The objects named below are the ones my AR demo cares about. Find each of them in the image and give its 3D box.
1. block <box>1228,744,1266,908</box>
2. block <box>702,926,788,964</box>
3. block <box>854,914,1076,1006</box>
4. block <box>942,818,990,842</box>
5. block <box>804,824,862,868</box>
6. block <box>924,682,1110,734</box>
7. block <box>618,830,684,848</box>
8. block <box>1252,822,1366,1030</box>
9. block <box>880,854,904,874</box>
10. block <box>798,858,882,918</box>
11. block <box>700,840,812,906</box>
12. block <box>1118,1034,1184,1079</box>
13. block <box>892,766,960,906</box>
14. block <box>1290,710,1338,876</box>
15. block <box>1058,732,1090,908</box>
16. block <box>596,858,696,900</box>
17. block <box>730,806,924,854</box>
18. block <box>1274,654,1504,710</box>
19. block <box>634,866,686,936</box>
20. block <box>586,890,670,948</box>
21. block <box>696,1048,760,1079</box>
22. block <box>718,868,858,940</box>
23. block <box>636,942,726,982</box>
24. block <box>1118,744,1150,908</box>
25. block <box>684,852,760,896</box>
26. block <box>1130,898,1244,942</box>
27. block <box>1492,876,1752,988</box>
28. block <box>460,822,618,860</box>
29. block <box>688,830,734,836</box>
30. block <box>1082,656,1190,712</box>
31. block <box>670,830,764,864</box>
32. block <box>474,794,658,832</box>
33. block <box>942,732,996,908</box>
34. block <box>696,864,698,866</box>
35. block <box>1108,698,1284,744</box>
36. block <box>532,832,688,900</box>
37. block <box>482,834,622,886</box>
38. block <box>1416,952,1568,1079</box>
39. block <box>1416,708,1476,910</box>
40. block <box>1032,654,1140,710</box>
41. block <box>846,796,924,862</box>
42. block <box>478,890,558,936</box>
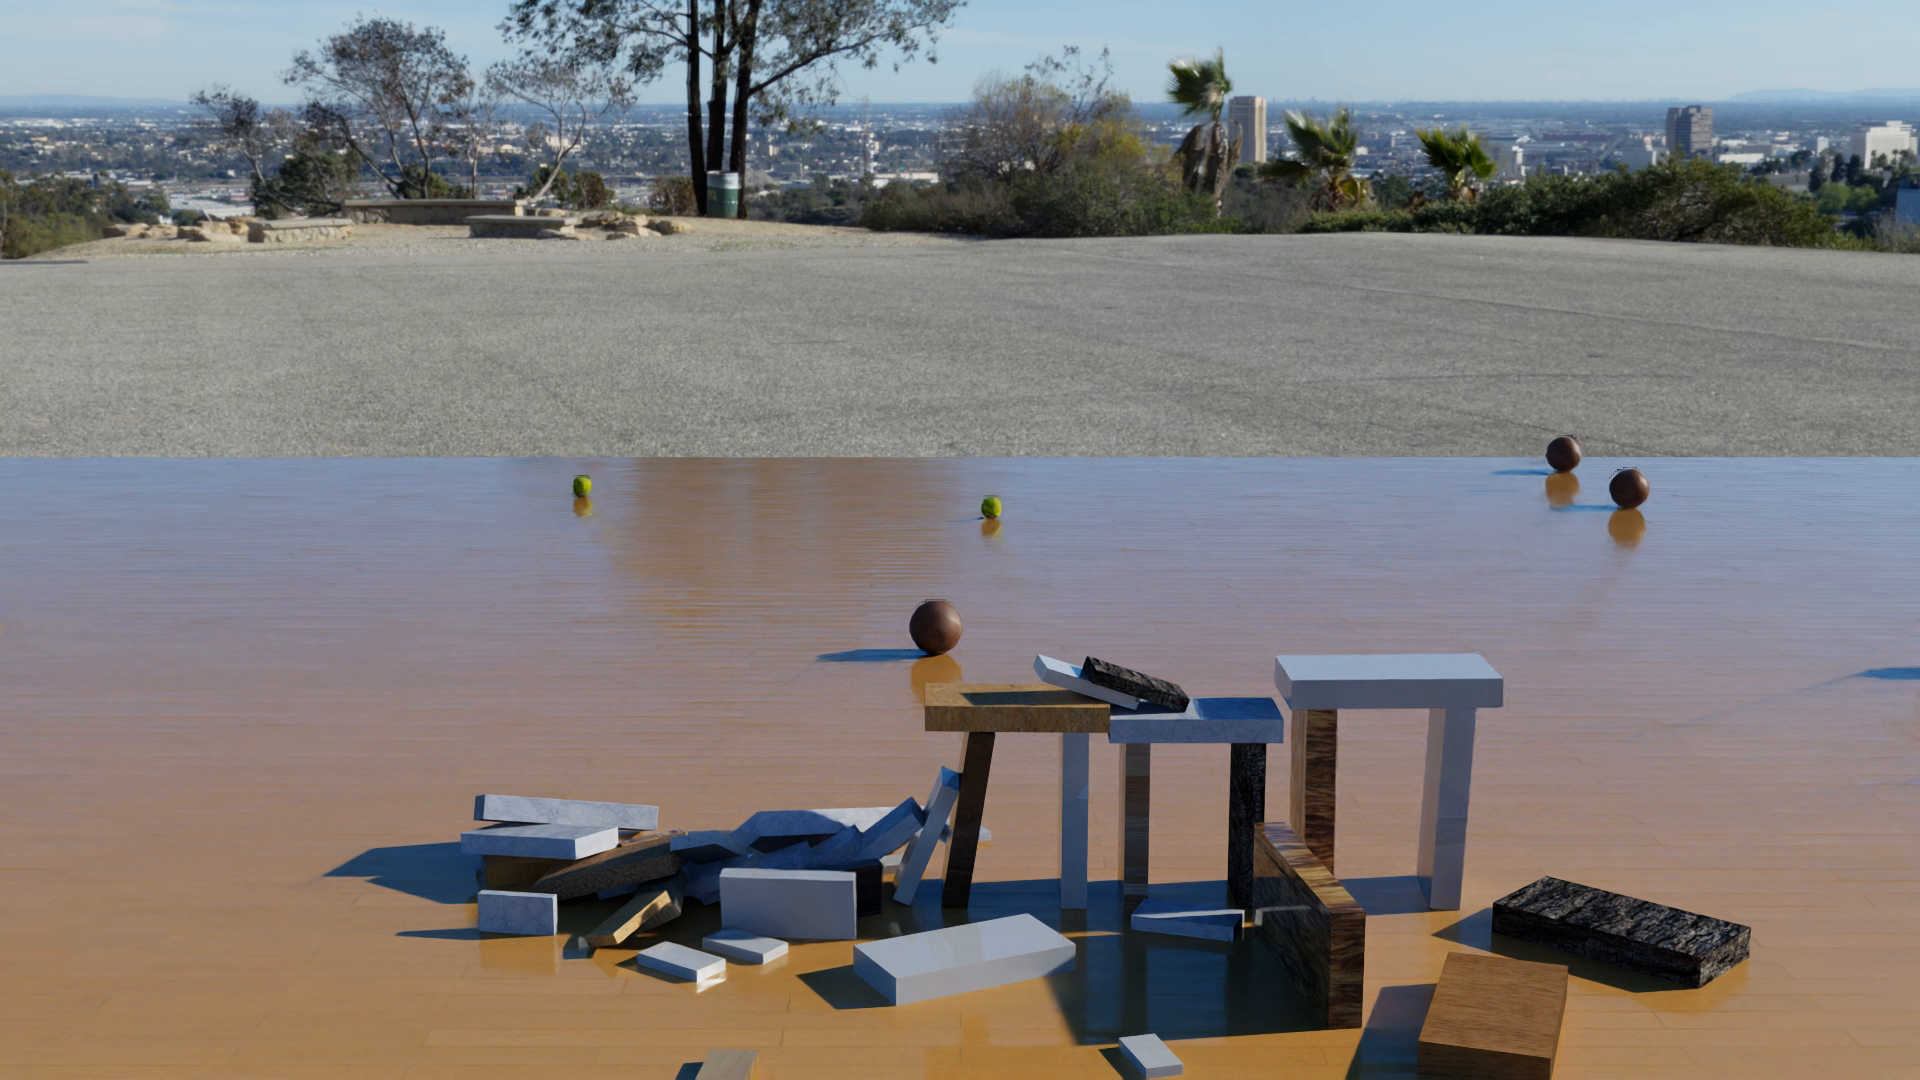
[{"bbox_3d":[0.474,0.453,3.642,0.040,0.280,0.140,0,11,0],"label":"block"},{"bbox_3d":[-0.333,0.629,3.411,0.121,0.017,0.061,7,13,33],"label":"block"},{"bbox_3d":[0.007,0.632,3.326,0.301,0.043,0.150,-5,12,-27],"label":"block"},{"bbox_3d":[0.009,0.524,3.981,0.053,0.015,0.106,-5,12,-24],"label":"block"},{"bbox_3d":[-0.247,0.537,3.649,0.176,0.025,0.088,-29,9,8],"label":"block"},{"bbox_3d":[0.091,0.275,3.608,0.298,0.042,0.149,1,11,-1],"label":"block"},{"bbox_3d":[-0.530,0.539,3.778,0.122,0.061,0.017,-8,13,-36],"label":"block"},{"bbox_3d":[0.518,0.570,3.302,0.049,0.173,0.414,-1,11,-7],"label":"block"},{"bbox_3d":[-0.117,0.559,3.793,0.106,0.015,0.053,-3,11,-18],"label":"block"},{"bbox_3d":[-0.212,0.569,3.537,0.176,0.088,0.025,-5,17,-23],"label":"block"},{"bbox_3d":[-0.337,0.549,3.627,0.176,0.025,0.088,-20,9,16],"label":"block"},{"bbox_3d":[0.260,0.705,3.007,0.053,0.015,0.106,-3,11,-16],"label":"block"},{"bbox_3d":[-0.057,0.489,3.645,0.030,0.211,0.106,22,9,-5],"label":"block"},{"bbox_3d":[0.582,0.423,3.635,0.048,0.340,0.170,-1,11,1],"label":"block"},{"bbox_3d":[0.187,0.443,3.644,0.042,0.298,0.149,0,11,0],"label":"block"},{"bbox_3d":[-0.523,0.558,3.667,0.157,0.022,0.078,-15,10,5],"label":"block"},{"bbox_3d":[-0.225,0.500,3.761,0.301,0.043,0.150,1,-22,-25],"label":"block"},{"bbox_3d":[0.698,0.231,3.602,0.340,0.048,0.170,0,11,-1],"label":"block"},{"bbox_3d":[-0.486,0.581,3.547,0.078,0.022,0.157,-25,14,3],"label":"block"},{"bbox_3d":[-0.521,0.595,3.454,0.066,0.019,0.132,-14,14,38],"label":"block"},{"bbox_3d":[-0.314,0.716,2.937,0.066,0.019,0.132,1,11,6],"label":"block"},{"bbox_3d":[-0.269,0.573,3.461,0.212,0.106,0.030,1,20,5],"label":"block"},{"bbox_3d":[-0.424,0.641,3.346,0.125,0.018,0.063,8,13,36],"label":"block"},{"bbox_3d":[0.287,0.453,3.642,0.040,0.280,0.140,0,11,0],"label":"block"},{"bbox_3d":[-0.414,0.555,3.622,0.157,0.022,0.078,-16,11,32],"label":"block"},{"bbox_3d":[0.364,0.607,3.514,0.166,0.023,0.083,4,11,19],"label":"block"},{"bbox_3d":[1.030,0.608,3.435,0.346,0.049,0.173,10,14,42],"label":"block"},{"bbox_3d":[-0.715,0.510,3.740,0.239,0.034,0.120,-1,3,27],"label":"block"},{"bbox_3d":[-0.419,0.528,3.877,0.121,0.017,0.061,-1,-21,-4],"label":"block"},{"bbox_3d":[0.288,0.236,3.603,0.166,0.023,0.083,18,10,-11],"label":"block"},{"bbox_3d":[-0.400,0.521,3.661,0.081,0.023,0.203,-12,-23,16],"label":"block"},{"bbox_3d":[-0.697,0.483,3.884,0.301,0.043,0.150,6,-9,-18],"label":"block"},{"bbox_3d":[0.013,0.442,3.643,0.042,0.298,0.149,9,10,-2],"label":"block"},{"bbox_3d":[-0.395,0.550,3.821,0.163,0.023,0.081,-2,11,-8],"label":"block"},{"bbox_3d":[0.382,0.296,3.613,0.280,0.040,0.140,0,11,0],"label":"block"},{"bbox_3d":[-0.575,0.545,3.650,0.239,0.034,0.120,-14,8,9],"label":"block"},{"bbox_3d":[-0.699,0.550,3.790,0.239,0.034,0.120,-3,11,-16],"label":"block"},{"bbox_3d":[0.753,0.672,3.092,0.173,0.049,0.346,4,11,19],"label":"block"},{"bbox_3d":[0.804,0.421,3.643,0.048,0.340,0.170,3,11,4],"label":"block"},{"bbox_3d":[0.207,0.232,3.601,0.166,0.023,0.083,18,10,-13],"label":"block"},{"bbox_3d":[-0.155,0.514,3.654,0.211,0.030,0.106,-37,8,4],"label":"block"},{"bbox_3d":[-0.702,0.591,3.490,0.125,0.063,0.018,2,11,9],"label":"block"}]
